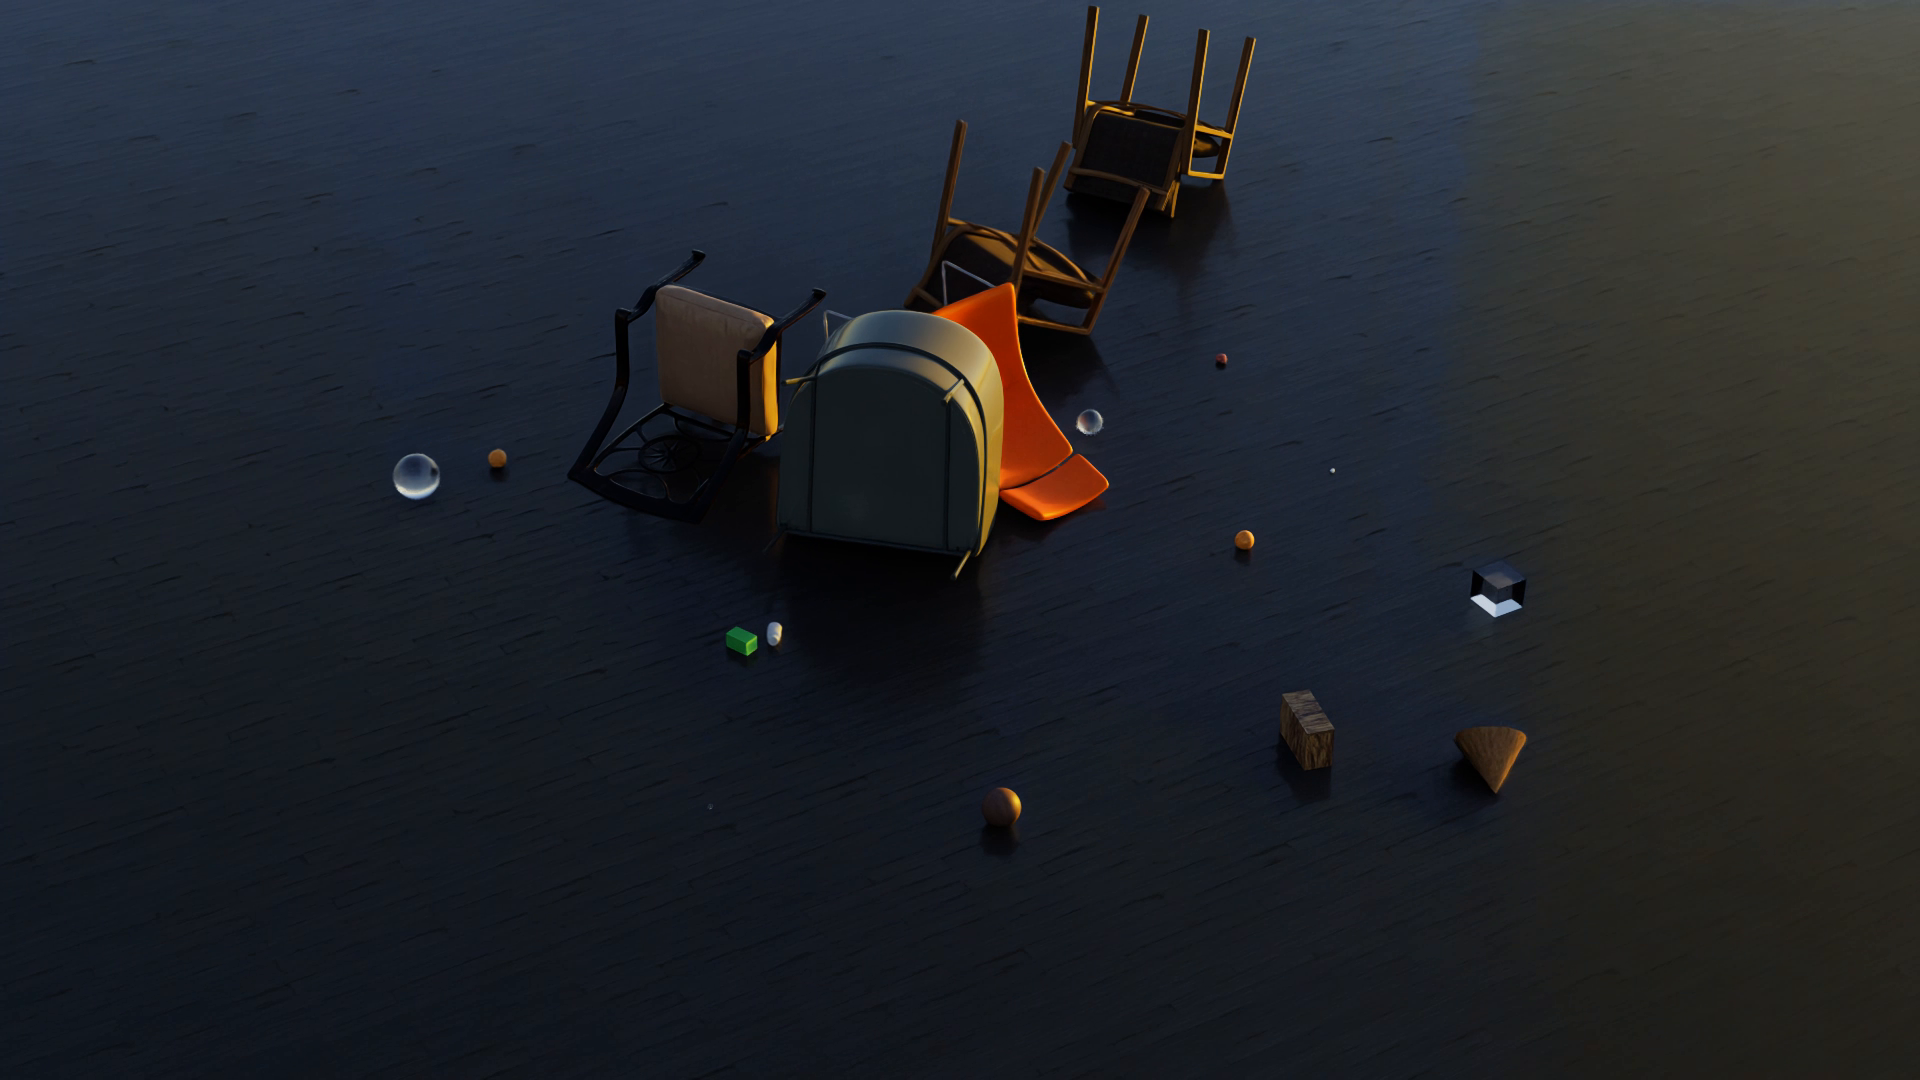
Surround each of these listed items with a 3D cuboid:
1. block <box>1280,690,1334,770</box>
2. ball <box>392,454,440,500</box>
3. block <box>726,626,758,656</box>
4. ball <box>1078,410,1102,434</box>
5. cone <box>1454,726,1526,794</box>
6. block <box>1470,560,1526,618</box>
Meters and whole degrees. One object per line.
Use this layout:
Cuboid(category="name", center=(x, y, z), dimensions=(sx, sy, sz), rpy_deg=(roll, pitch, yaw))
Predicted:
Cuboid(category="block", center=(1.163, 0.637, 9.838), dimensions=(0.098, 0.154, 0.231), rpy_deg=(-9, 34, -13))
Cuboid(category="ball", center=(-2.067, -0.241, 11.149), dimensions=(0.177, 0.177, 0.177), rpy_deg=(0, 33, 0))
Cuboid(category="block", center=(-0.771, 0.357, 10.354), dimensions=(0.097, 0.055, 0.058), rpy_deg=(23, 40, 31))
Cuboid(category="ball", center=(0.512, -0.464, 11.559), dimensions=(0.099, 0.099, 0.099), rpy_deg=(0, 33, 0))
Cuboid(category="cone", center=(1.768, 0.752, 9.730), dimensions=(0.245, 0.174, 0.210), rpy_deg=(2, 56, -2))
Cuboid(category="block", center=(1.939, 0.176, 10.566), dimensions=(0.128, 0.122, 0.141), rpy_deg=(-18, 37, -25))
